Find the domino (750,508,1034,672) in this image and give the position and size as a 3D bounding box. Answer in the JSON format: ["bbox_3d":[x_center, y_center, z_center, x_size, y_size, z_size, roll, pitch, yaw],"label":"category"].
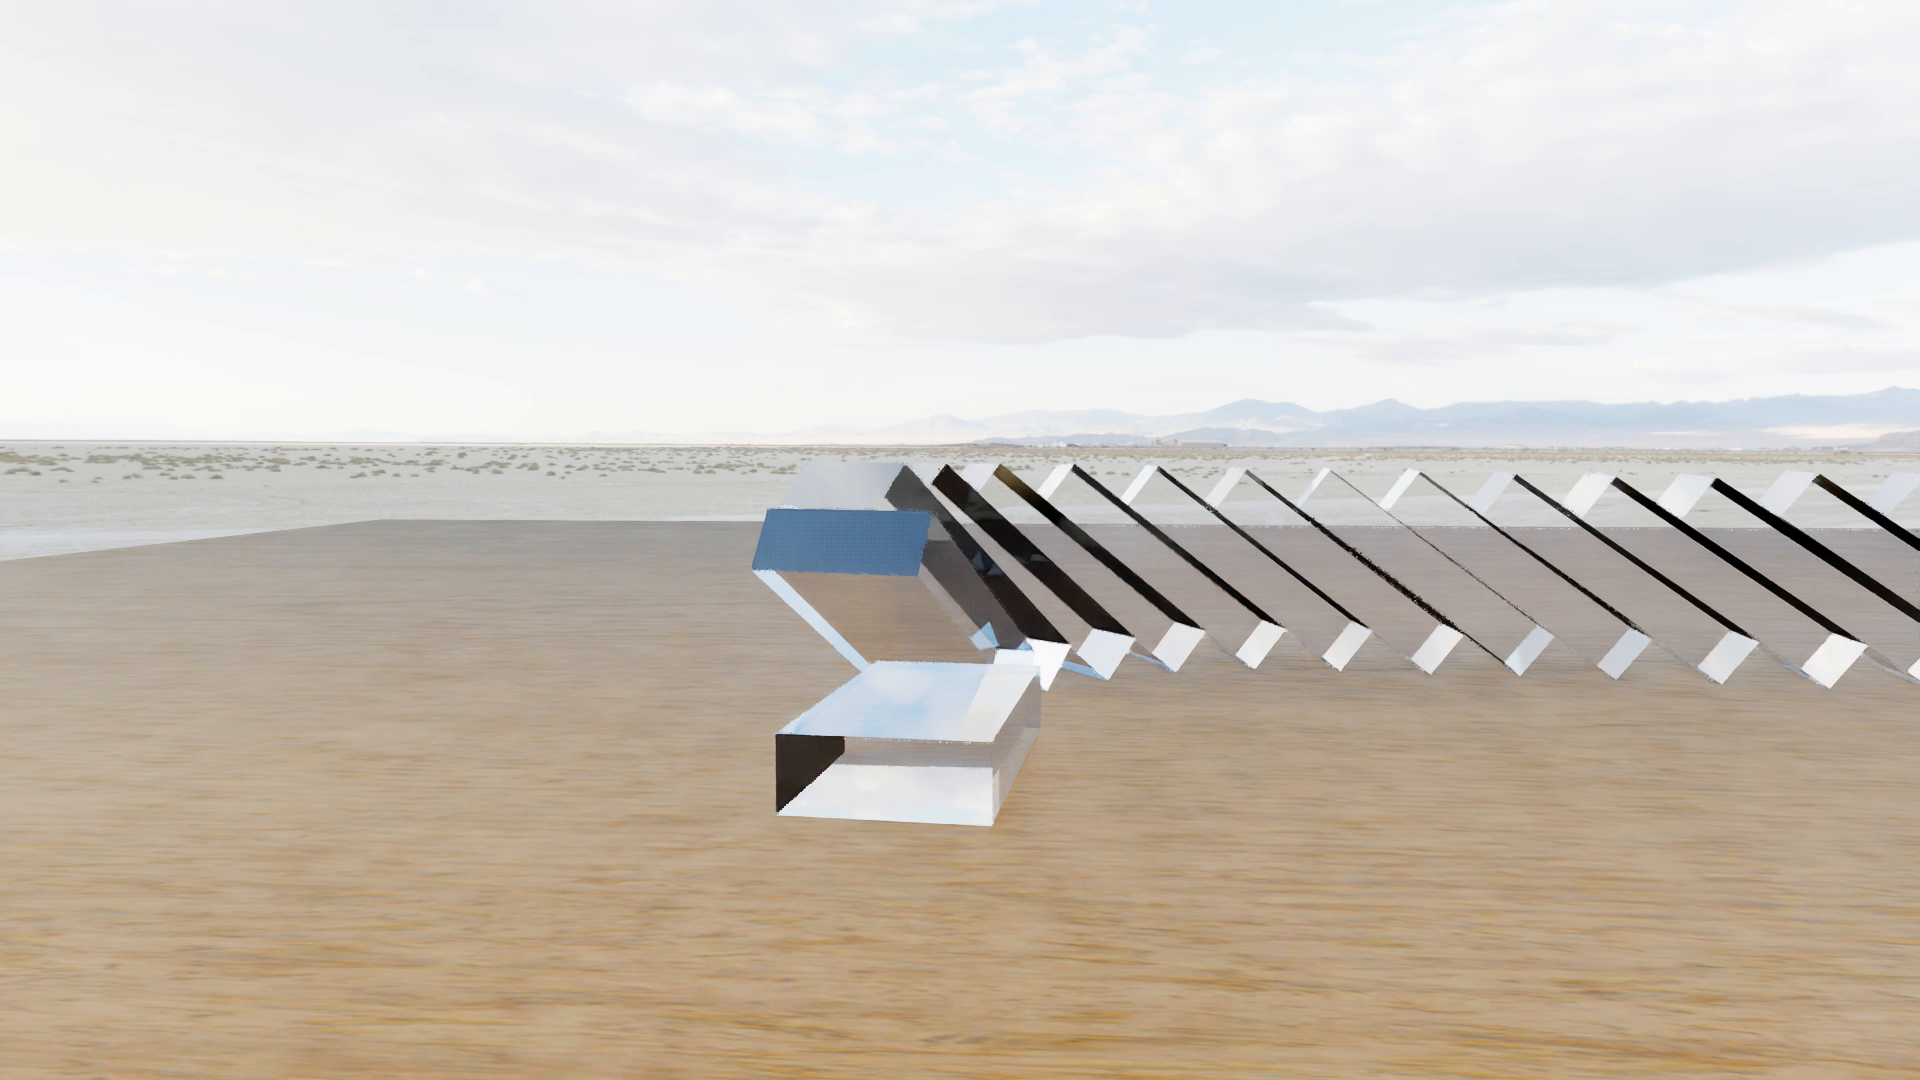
[{"bbox_3d":[-0.008,0.011,0.194,0.025,0.010,0.050,2,-26,22],"label":"domino"}]

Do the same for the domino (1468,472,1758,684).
[{"bbox_3d":[0.121,0.006,0.242,0.050,0.010,0.025,37,12,9],"label":"domino"}]

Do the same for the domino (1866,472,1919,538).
[{"bbox_3d":[0.187,0.007,0.226,0.050,0.010,0.025,40,19,18],"label":"domino"}]

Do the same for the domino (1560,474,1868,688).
[{"bbox_3d":[0.138,0.006,0.238,0.050,0.010,0.025,37,12,9],"label":"domino"}]

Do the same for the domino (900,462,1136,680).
[{"bbox_3d":[0.006,0.006,0.232,0.050,0.009,0.025,42,-15,-24],"label":"domino"}]

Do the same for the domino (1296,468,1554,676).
[{"bbox_3d":[0.089,0.005,0.250,0.050,0.009,0.025,38,12,8],"label":"domino"}]

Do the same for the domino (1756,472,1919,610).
[{"bbox_3d":[0.171,0.007,0.231,0.050,0.010,0.025,39,16,14],"label":"domino"}]

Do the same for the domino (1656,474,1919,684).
[{"bbox_3d":[0.154,0.007,0.235,0.050,0.010,0.025,37,13,11],"label":"domino"}]

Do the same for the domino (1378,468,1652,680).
[{"bbox_3d":[0.105,0.005,0.246,0.050,0.009,0.025,38,12,9],"label":"domino"}]

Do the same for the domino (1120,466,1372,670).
[{"bbox_3d":[0.054,0.005,0.250,0.050,0.010,0.025,38,4,0],"label":"domino"}]

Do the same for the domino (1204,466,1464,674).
[{"bbox_3d":[0.071,0.005,0.249,0.050,0.010,0.025,38,7,2],"label":"domino"}]

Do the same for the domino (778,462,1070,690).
[{"bbox_3d":[-0.005,0.006,0.218,0.025,0.010,0.050,5,-34,47],"label":"domino"}]

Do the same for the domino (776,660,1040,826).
[{"bbox_3d":[-0.005,0.025,0.169,0.025,0.010,0.050,1,4,10],"label":"domino"}]

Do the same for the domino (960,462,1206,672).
[{"bbox_3d":[0.021,0.005,0.243,0.050,0.010,0.025,38,-6,-12],"label":"domino"}]

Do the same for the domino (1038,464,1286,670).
[{"bbox_3d":[0.037,0.004,0.249,0.050,0.010,0.025,38,0,-4],"label":"domino"}]
